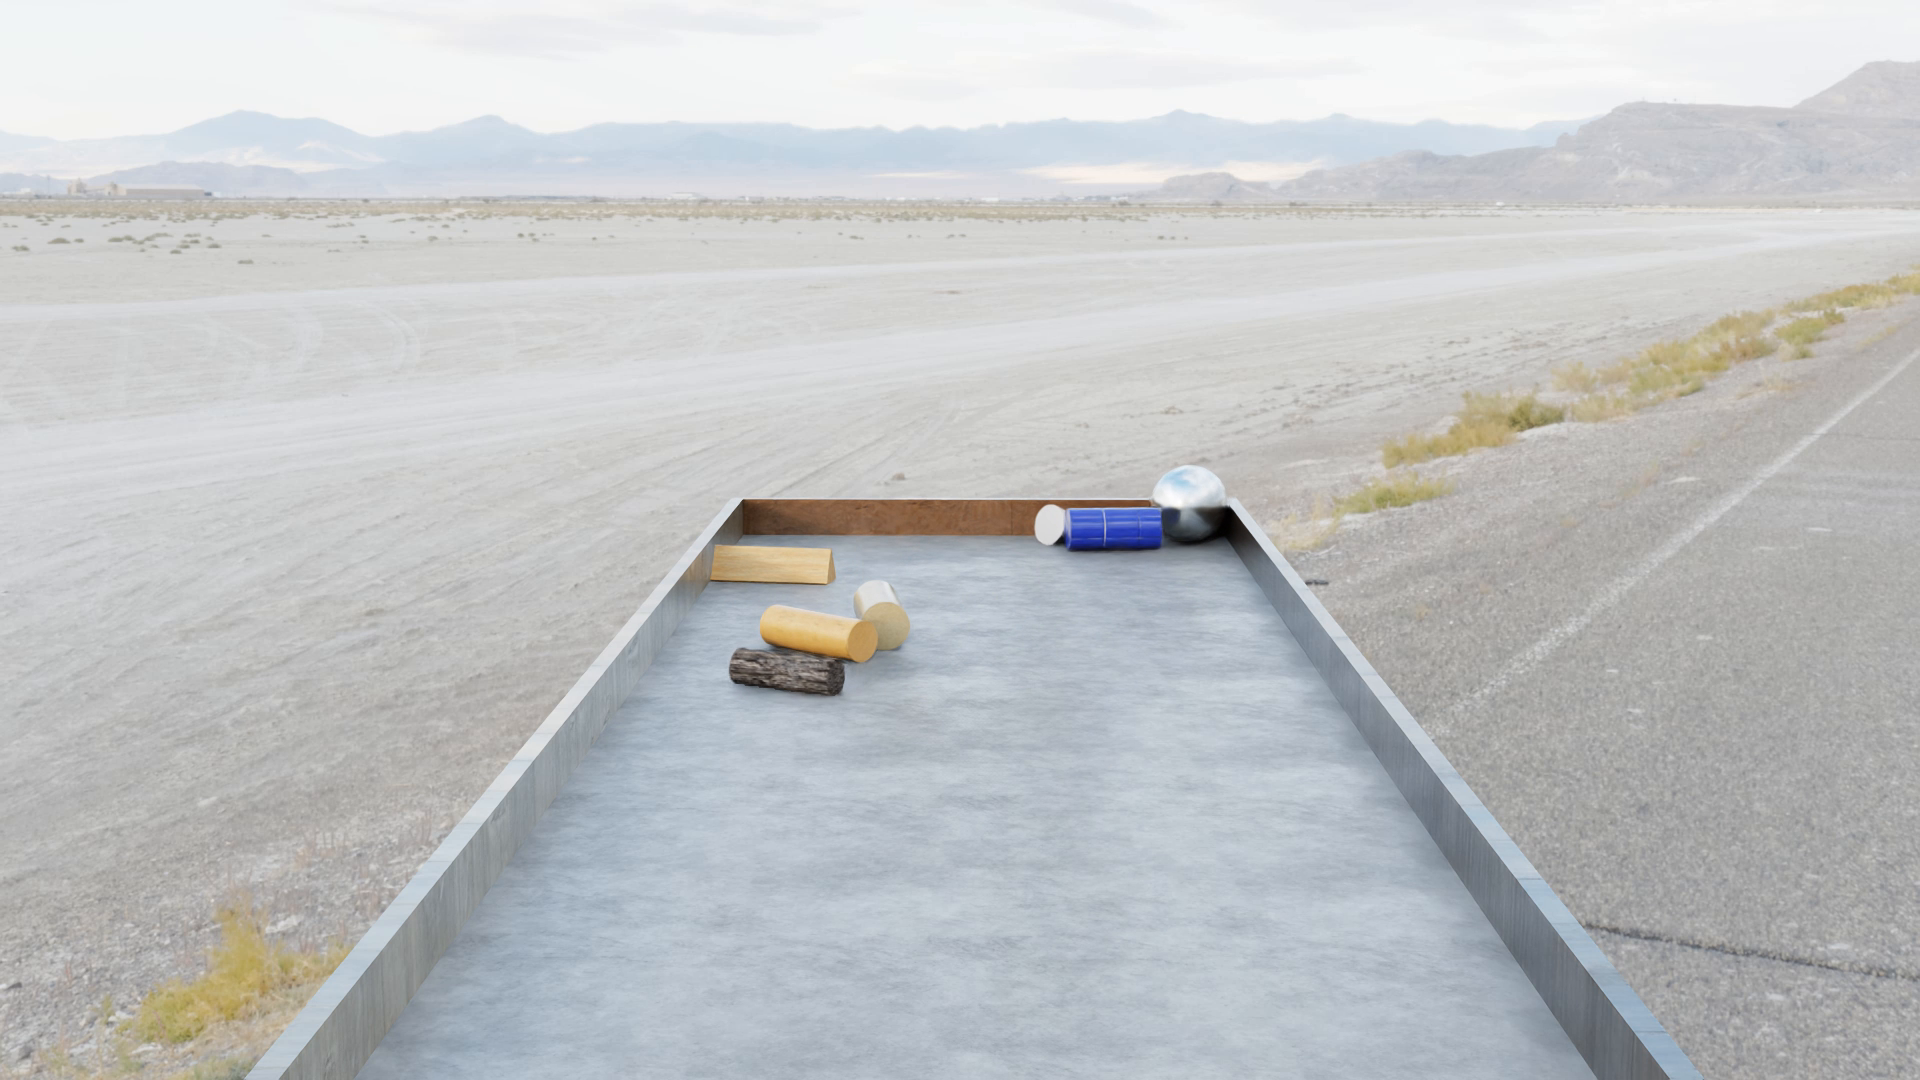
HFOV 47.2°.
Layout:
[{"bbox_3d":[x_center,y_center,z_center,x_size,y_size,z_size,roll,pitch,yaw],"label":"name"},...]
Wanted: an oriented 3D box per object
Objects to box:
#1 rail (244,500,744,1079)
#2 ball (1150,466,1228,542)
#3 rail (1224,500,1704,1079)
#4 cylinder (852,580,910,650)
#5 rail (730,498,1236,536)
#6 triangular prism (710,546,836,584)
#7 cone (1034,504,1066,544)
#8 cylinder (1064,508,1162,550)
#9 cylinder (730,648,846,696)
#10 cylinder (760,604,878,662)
[{"bbox_3d":[-1.004,0.839,3.234,0.050,0.150,12.000,0,9,1],"label":"rail"},{"bbox_3d":[0.934,-0.148,8.945,0.313,0.313,0.313,0,9,0],"label":"ball"},{"bbox_3d":[1.046,0.843,3.208,0.050,0.150,12.000,0,9,1],"label":"rail"},{"bbox_3d":[-0.253,0.237,7.023,0.153,0.153,0.394,-1,9,-6],"label":"cylinder"},{"bbox_3d":[0.099,-0.098,9.147,2.100,0.150,0.050,0,9,1],"label":"rail"},{"bbox_3d":[-0.685,0.084,8.071,0.438,0.120,0.139,2,10,11],"label":"triangular prism"},{"bbox_3d":[0.491,-0.040,9.006,0.359,0.165,0.165,9,0,-43],"label":"cone"},{"bbox_3d":[0.609,-0.044,8.758,0.365,0.165,0.165,-1,9,-5],"label":"cylinder"},{"bbox_3d":[-0.496,0.376,6.306,0.331,0.103,0.103,5,10,29],"label":"cylinder"},{"bbox_3d":[-0.439,0.287,6.791,0.389,0.128,0.128,8,12,42],"label":"cylinder"}]
